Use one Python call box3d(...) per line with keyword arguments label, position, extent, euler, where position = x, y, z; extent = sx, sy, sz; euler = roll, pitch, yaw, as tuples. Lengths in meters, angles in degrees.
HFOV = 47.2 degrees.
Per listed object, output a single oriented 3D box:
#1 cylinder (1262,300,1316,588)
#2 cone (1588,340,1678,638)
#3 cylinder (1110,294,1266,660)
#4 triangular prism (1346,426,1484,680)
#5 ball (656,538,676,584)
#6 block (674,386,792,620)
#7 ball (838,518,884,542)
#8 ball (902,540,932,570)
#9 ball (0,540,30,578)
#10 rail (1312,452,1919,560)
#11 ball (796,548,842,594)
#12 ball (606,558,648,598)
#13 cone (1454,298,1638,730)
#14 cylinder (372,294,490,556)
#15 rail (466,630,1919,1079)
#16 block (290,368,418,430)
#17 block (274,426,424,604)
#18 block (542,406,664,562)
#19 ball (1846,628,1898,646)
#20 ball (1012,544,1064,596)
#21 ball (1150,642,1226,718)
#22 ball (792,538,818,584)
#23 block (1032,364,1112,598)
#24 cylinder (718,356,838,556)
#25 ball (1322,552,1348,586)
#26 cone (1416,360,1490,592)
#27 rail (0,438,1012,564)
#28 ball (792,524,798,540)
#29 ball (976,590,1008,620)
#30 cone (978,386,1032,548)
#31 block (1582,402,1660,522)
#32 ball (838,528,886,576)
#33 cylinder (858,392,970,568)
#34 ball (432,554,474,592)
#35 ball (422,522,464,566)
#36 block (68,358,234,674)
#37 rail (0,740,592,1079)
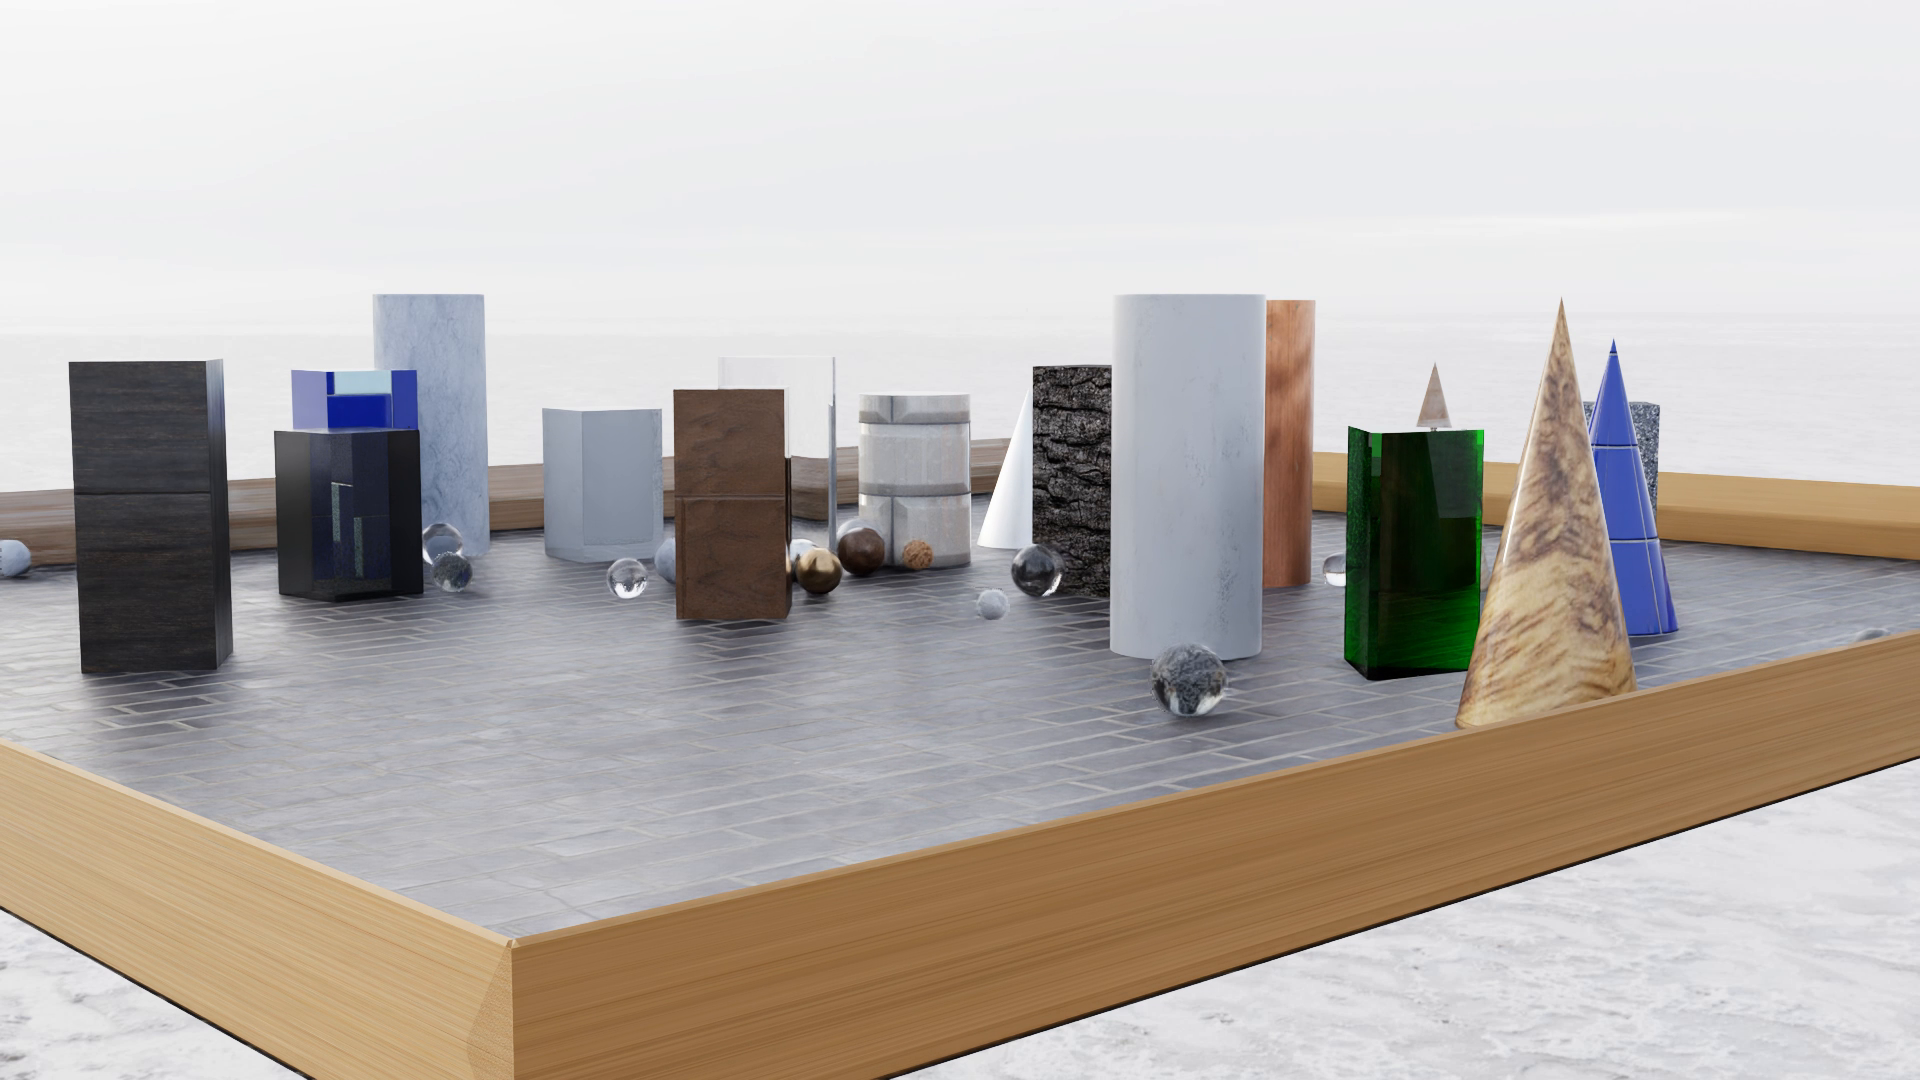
box3d(label="cylinder", position=(0.482, -0.163, 3.629), extent=(0.200, 0.462, 0.200), euler=(0, 6, 0))
box3d(label="cone", position=(0.913, -0.081, 3.092), extent=(0.200, 0.409, 0.200), euler=(0, 6, 0))
box3d(label="cylinder", position=(0.298, -0.087, 2.882), extent=(0.200, 0.466, 0.200), euler=(0, 6, 0))
box3d(label="triangular prism", position=(0.535, 0.010, 2.749), extent=(0.173, 0.300, 0.150), euler=(-3, 7, -30))
box3d(label="ball", position=(-0.459, 0.034, 3.592), extent=(0.077, 0.077, 0.077), euler=(0, 6, 0))
box3d(label="block", position=(-0.334, -0.059, 3.253), extent=(0.160, 0.333, 0.160), euler=(0, 6, -1))
box3d(label="ball", position=(-0.174, 0.006, 3.811), extent=(0.087, 0.087, 0.087), euler=(0, 6, 0))
box3d(label="ball", position=(-0.073, 0.026, 3.796), extent=(0.052, 0.052, 0.052), euler=(0, 6, 0))
box3d(label="ball", position=(-1.591, 0.031, 3.684), extent=(0.064, 0.064, 0.064), euler=(0, 6, 0))
box3d(label="rail", position=(1.220, -0.083, 4.452), extent=(0.045, 0.130, 2.990), euler=(-5, 8, -42))
box3d(label="ball", position=(-0.222, 0.049, 3.463), extent=(0.073, 0.073, 0.073), euler=(0, 6, 0))
box3d(label="ball", position=(-0.518, 0.060, 3.419), extent=(0.062, 0.062, 0.062), euler=(0, 6, 0))
box3d(label="cone", position=(0.633, -0.029, 2.337), extent=(0.200, 0.462, 0.200), euler=(0, 6, 0))
box3d(label="cylinder", position=(-0.970, -0.213, 4.041), extent=(0.200, 0.475, 0.200), euler=(0, 6, 0))
box3d(label="rail", position=(0.998, 0.146, 2.256), extent=(3.368, 0.130, 0.045), euler=(-5, 8, -42))
box3d(label="block", position=(-1.040, -0.121, 3.789), extent=(0.160, 0.344, 0.160), euler=(-5, 7, -37))
box3d(label="block", position=(-0.962, -0.044, 3.461), extent=(0.160, 0.259, 0.160), euler=(5, 8, 42))
box3d(label="block", position=(-0.649, -0.105, 3.998), extent=(0.160, 0.269, 0.160), euler=(-4, 7, -36))
box3d(label="ball", position=(1.077, 0.140, 2.585), extent=(0.074, 0.074, 0.074), euler=(0, 6, 0))
box3d(label="ball", position=(0.122, 0.047, 3.436), extent=(0.084, 0.084, 0.084), euler=(0, 6, 0))
box3d(label="ball", position=(0.251, 0.154, 2.419), extent=(0.082, 0.082, 0.082), euler=(0, 6, 0))
box3d(label="ball", position=(-0.261, 0.035, 3.608), extent=(0.073, 0.073, 0.073), euler=(0, 6, 0))
box3d(label="block", position=(0.226, -0.099, 3.513), extent=(0.160, 0.358, 0.160), euler=(4, 7, 36))
box3d(label="cylinder", position=(-0.309, -0.127, 3.733), extent=(0.200, 0.368, 0.200), euler=(0, 6, 0))
box3d(label="ball", position=(0.615, 0.048, 3.564), extent=(0.055, 0.055, 0.055), euler=(0, 6, 0))
box3d(label="cone", position=(0.764, -0.107, 3.556), extent=(0.200, 0.366, 0.200), euler=(0, 6, 0))
box3d(label="rail", position=(-0.998, -0.078, 4.407), extent=(3.368, 0.130, 0.045), euler=(-5, 8, -42))
box3d(label="ball", position=(-0.330, -0.011, 4.168), extent=(0.048, 0.048, 0.048), euler=(0, 6, 0))
box3d(label="ball", position=(0.047, 0.094, 3.175), extent=(0.045, 0.045, 0.045), euler=(0, 6, 0))
box3d(label="cone", position=(0.132, -0.143, 4.213), extent=(0.200, 0.302, 0.200), euler=(0, 6, 0))
box3d(label="block", position=(1.106, -0.092, 3.791), extent=(0.160, 0.287, 0.160), euler=(1, 6, 8))
box3d(label="ball", position=(-0.167, 0.019, 3.715), extent=(0.081, 0.081, 0.081), euler=(0, 6, 0))
box3d(label="cylinder", position=(-0.080, -0.111, 3.910), extent=(0.200, 0.300, 0.200), euler=(0, 6, 0))
box3d(label="ball", position=(-0.805, 0.052, 3.491), extent=(0.062, 0.062, 0.062), euler=(0, 6, 0))
box3d(label="ball", position=(-0.907, 0.008, 3.843), extent=(0.077, 0.077, 0.077), euler=(0, 6, 0))
box3d(label="block", position=(-1.021, -0.036, 2.785), extent=(0.160, 0.384, 0.160), euler=(-1, 6, -11))
box3d(label="rail", position=(-1.220, 0.150, 2.212), extent=(0.045, 0.130, 2.990), euler=(-5, 8, -42))
